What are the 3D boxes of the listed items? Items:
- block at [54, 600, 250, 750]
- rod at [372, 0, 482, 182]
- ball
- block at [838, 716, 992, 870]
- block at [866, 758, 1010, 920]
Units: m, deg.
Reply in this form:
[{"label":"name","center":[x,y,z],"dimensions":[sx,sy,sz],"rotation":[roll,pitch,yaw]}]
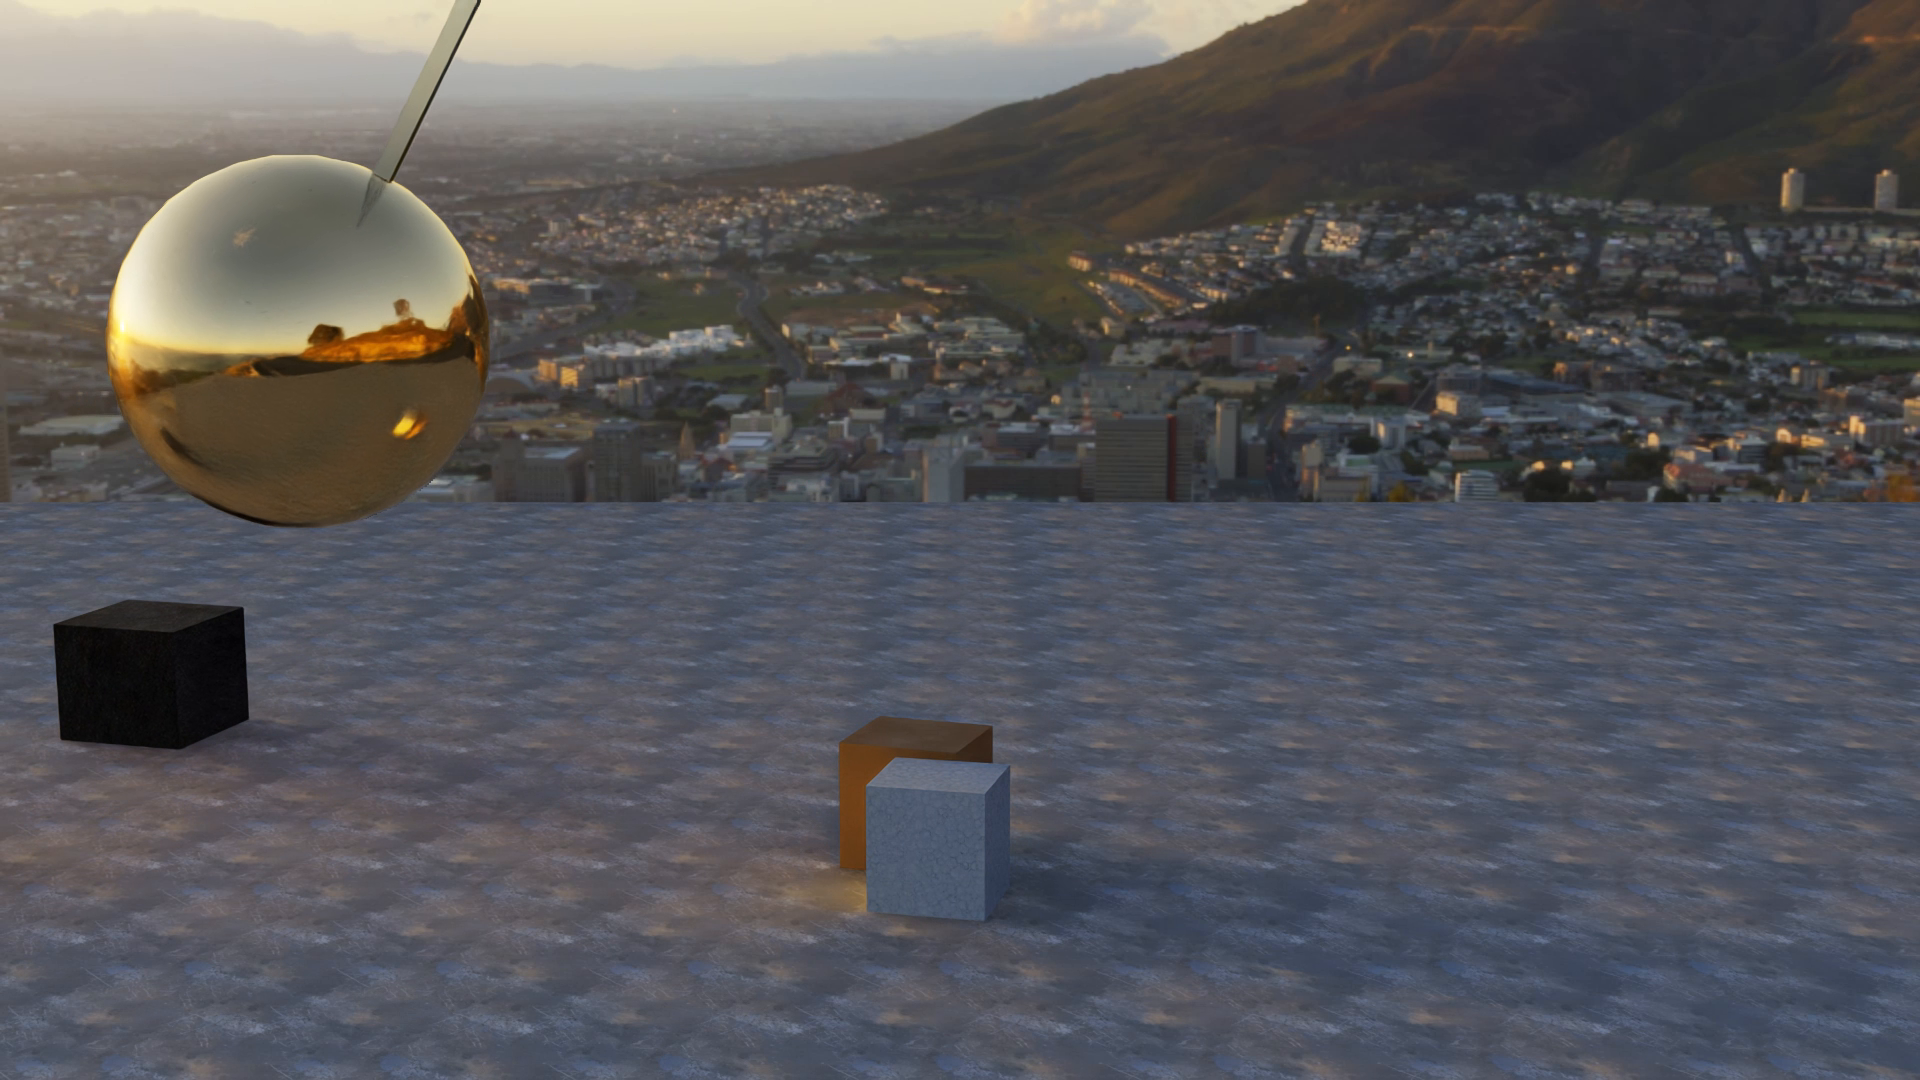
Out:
[{"label":"block","center":[-4.360,0.716,13.863],"dimensions":[0.724,0.631,0.678],"rotation":[3,11,16]},{"label":"rod","center":[-1.227,-3.799,10.490],"dimensions":[0.080,5.200,0.080],"rotation":[28,9,-5]},{"label":"ball","center":[-2.831,-0.849,11.026],"dimensions":[1.600,1.600,1.600],"rotation":[0,10,0]},{"label":"block","center":[-0.194,1.157,11.585],"dimensions":[0.549,0.578,0.510],"rotation":[4,11,19]},{"label":"block","center":[-0.089,1.275,11.006],"dimensions":[0.515,0.552,0.476],"rotation":[3,11,14]}]
